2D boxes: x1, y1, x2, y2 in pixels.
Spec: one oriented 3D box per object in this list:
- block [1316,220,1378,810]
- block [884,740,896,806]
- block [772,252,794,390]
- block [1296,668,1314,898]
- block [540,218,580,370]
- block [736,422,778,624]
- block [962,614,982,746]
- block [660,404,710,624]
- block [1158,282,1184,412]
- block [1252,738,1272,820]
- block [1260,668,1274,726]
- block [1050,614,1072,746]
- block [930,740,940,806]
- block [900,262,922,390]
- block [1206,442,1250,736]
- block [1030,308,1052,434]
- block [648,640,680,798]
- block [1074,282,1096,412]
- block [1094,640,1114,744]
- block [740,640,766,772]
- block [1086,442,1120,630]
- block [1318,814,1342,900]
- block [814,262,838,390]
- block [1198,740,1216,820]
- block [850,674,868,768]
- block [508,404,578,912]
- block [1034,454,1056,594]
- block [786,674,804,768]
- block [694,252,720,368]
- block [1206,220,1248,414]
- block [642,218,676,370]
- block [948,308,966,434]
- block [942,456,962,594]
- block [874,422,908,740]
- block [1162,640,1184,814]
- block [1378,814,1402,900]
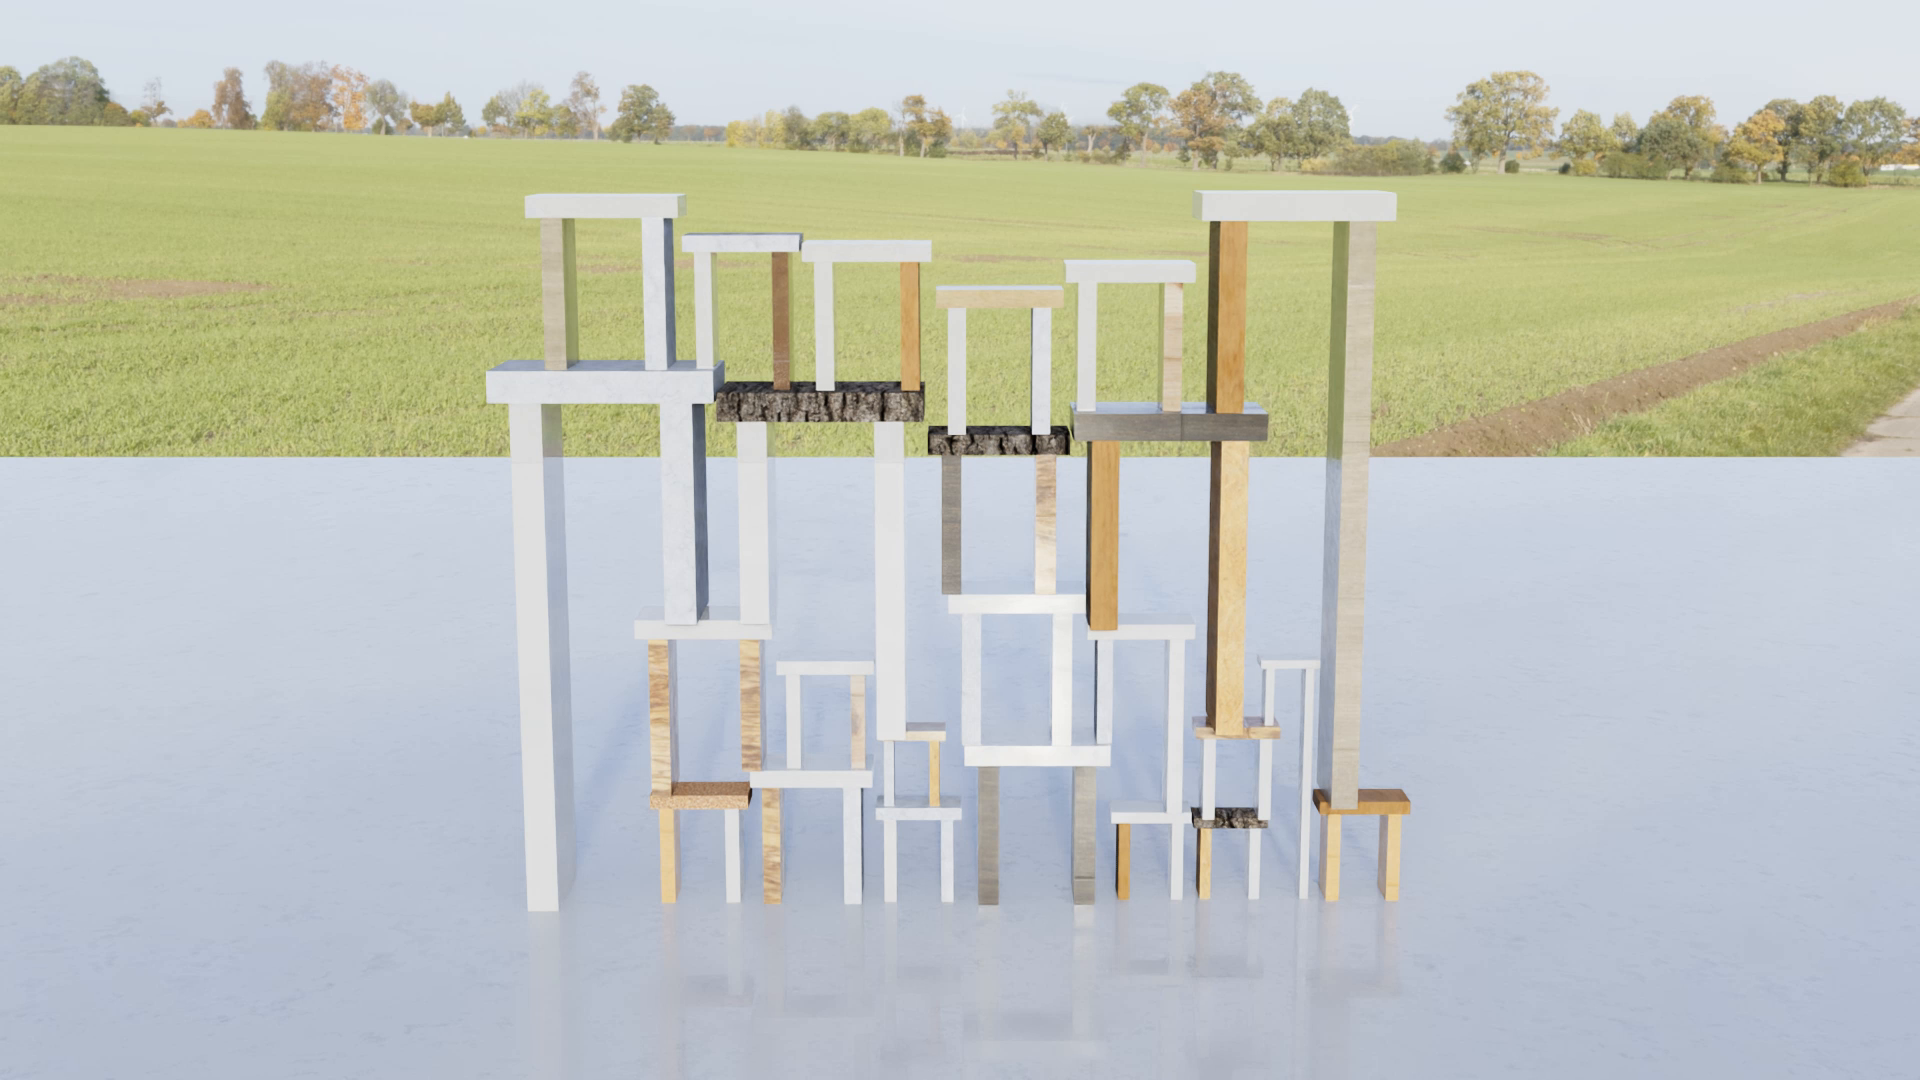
[{"bbox_3d":[0.623,-0.041,3.553,0.042,0.945,0.149,0,11,0],"label":"block"},{"bbox_3d":[-0.116,0.377,3.630,0.016,0.112,0.056,0,11,0],"label":"block"},{"bbox_3d":[-0.281,-0.351,3.497,0.026,0.217,0.091,0,11,0],"label":"block"},{"bbox_3d":[0.569,0.397,3.632,0.014,0.392,0.048,0,11,0],"label":"block"},{"bbox_3d":[-0.634,-0.394,3.486,0.033,0.236,0.118,0,11,0],"label":"block"},{"bbox_3d":[-0.327,-0.040,3.554,0.046,0.324,0.162,0,11,0],"label":"block"},{"bbox_3d":[0.018,0.216,3.603,0.031,0.220,0.110,0,11,0],"label":"block"},{"bbox_3d":[-0.444,-0.055,3.554,0.050,0.354,0.177,0,11,0],"label":"block"},{"bbox_3d":[0.335,-0.312,3.505,0.029,0.203,0.101,0,11,0],"label":"block"},{"bbox_3d":[0.500,0.386,3.632,0.020,0.138,0.069,0,11,0],"label":"block"},{"bbox_3d":[0.505,0.252,3.605,0.014,0.096,0.048,0,11,0],"label":"block"},{"bbox_3d":[0.165,0.216,3.603,0.031,0.220,0.110,0,11,0],"label":"block"},{"bbox_3d":[-0.042,0.377,3.630,0.016,0.112,0.056,0,11,0],"label":"block"},{"bbox_3d":[-0.078,-0.344,3.495,0.029,0.202,0.101,0,11,0],"label":"block"},{"bbox_3d":[0.433,0.065,3.567,0.043,0.477,0.152,0,11,0],"label":"block"},{"bbox_3d":[0.128,-0.274,3.506,0.028,0.200,0.100,0,11,0],"label":"block"},{"bbox_3d":[-0.486,0.280,3.614,0.031,0.265,0.110,0,11,0],"label":"block"},{"bbox_3d":[0.200,-0.312,3.505,0.029,0.203,0.101,0,11,0],"label":"block"},{"bbox_3d":[0.235,0.238,3.609,0.025,0.174,0.087,0,11,0],"label":"block"},{"bbox_3d":[-0.339,0.258,3.610,0.031,0.221,0.110,0,11,0],"label":"block"},{"bbox_3d":[0.230,-0.019,3.552,0.043,0.304,0.152,0,11,0],"label":"block"},{"bbox_3d":[0.615,0.516,3.658,0.021,0.149,0.074,0,11,0],"label":"block"},{"bbox_3d":[-0.212,-0.344,3.496,0.029,0.202,0.101,0,11,0],"label":"block"},{"bbox_3d":[0.408,0.386,3.632,0.020,0.138,0.069,0,11,0],"label":"block"},{"bbox_3d":[-0.166,0.289,3.616,0.022,0.158,0.079,0,11,0],"label":"block"},{"bbox_3d":[-0.680,0.180,3.597,0.050,0.833,0.177,0,11,0],"label":"block"},{"bbox_3d":[0.137,-0.034,3.556,0.032,0.226,0.113,0,11,0],"label":"block"},{"bbox_3d":[-0.271,0.289,3.616,0.022,0.158,0.079,0,11,0],"label":"block"},{"bbox_3d":[-0.402,-0.368,3.494,0.026,0.183,0.091,0,11,0],"label":"block"},{"bbox_3d":[0.423,-0.359,3.493,0.042,0.299,0.149,0,11,0],"label":"block"},{"bbox_3d":[-0.477,-0.394,3.486,0.033,0.236,0.118,0,11,0],"label":"block"},{"bbox_3d":[-0.005,-0.274,3.506,0.028,0.200,0.100,0,11,0],"label":"block"},{"bbox_3d":[-0.014,-0.034,3.556,0.032,0.226,0.113,0,11,0],"label":"block"},{"bbox_3d":[-0.111,0.054,3.570,0.046,0.515,0.162,0,11,0],"label":"block"},{"bbox_3d":[0.351,0.297,3.620,0.025,0.294,0.087,0,11,0],"label":"block"},{"bbox_3d":[0.714,0.516,3.658,0.021,0.149,0.074,0,11,0],"label":"block"}]
